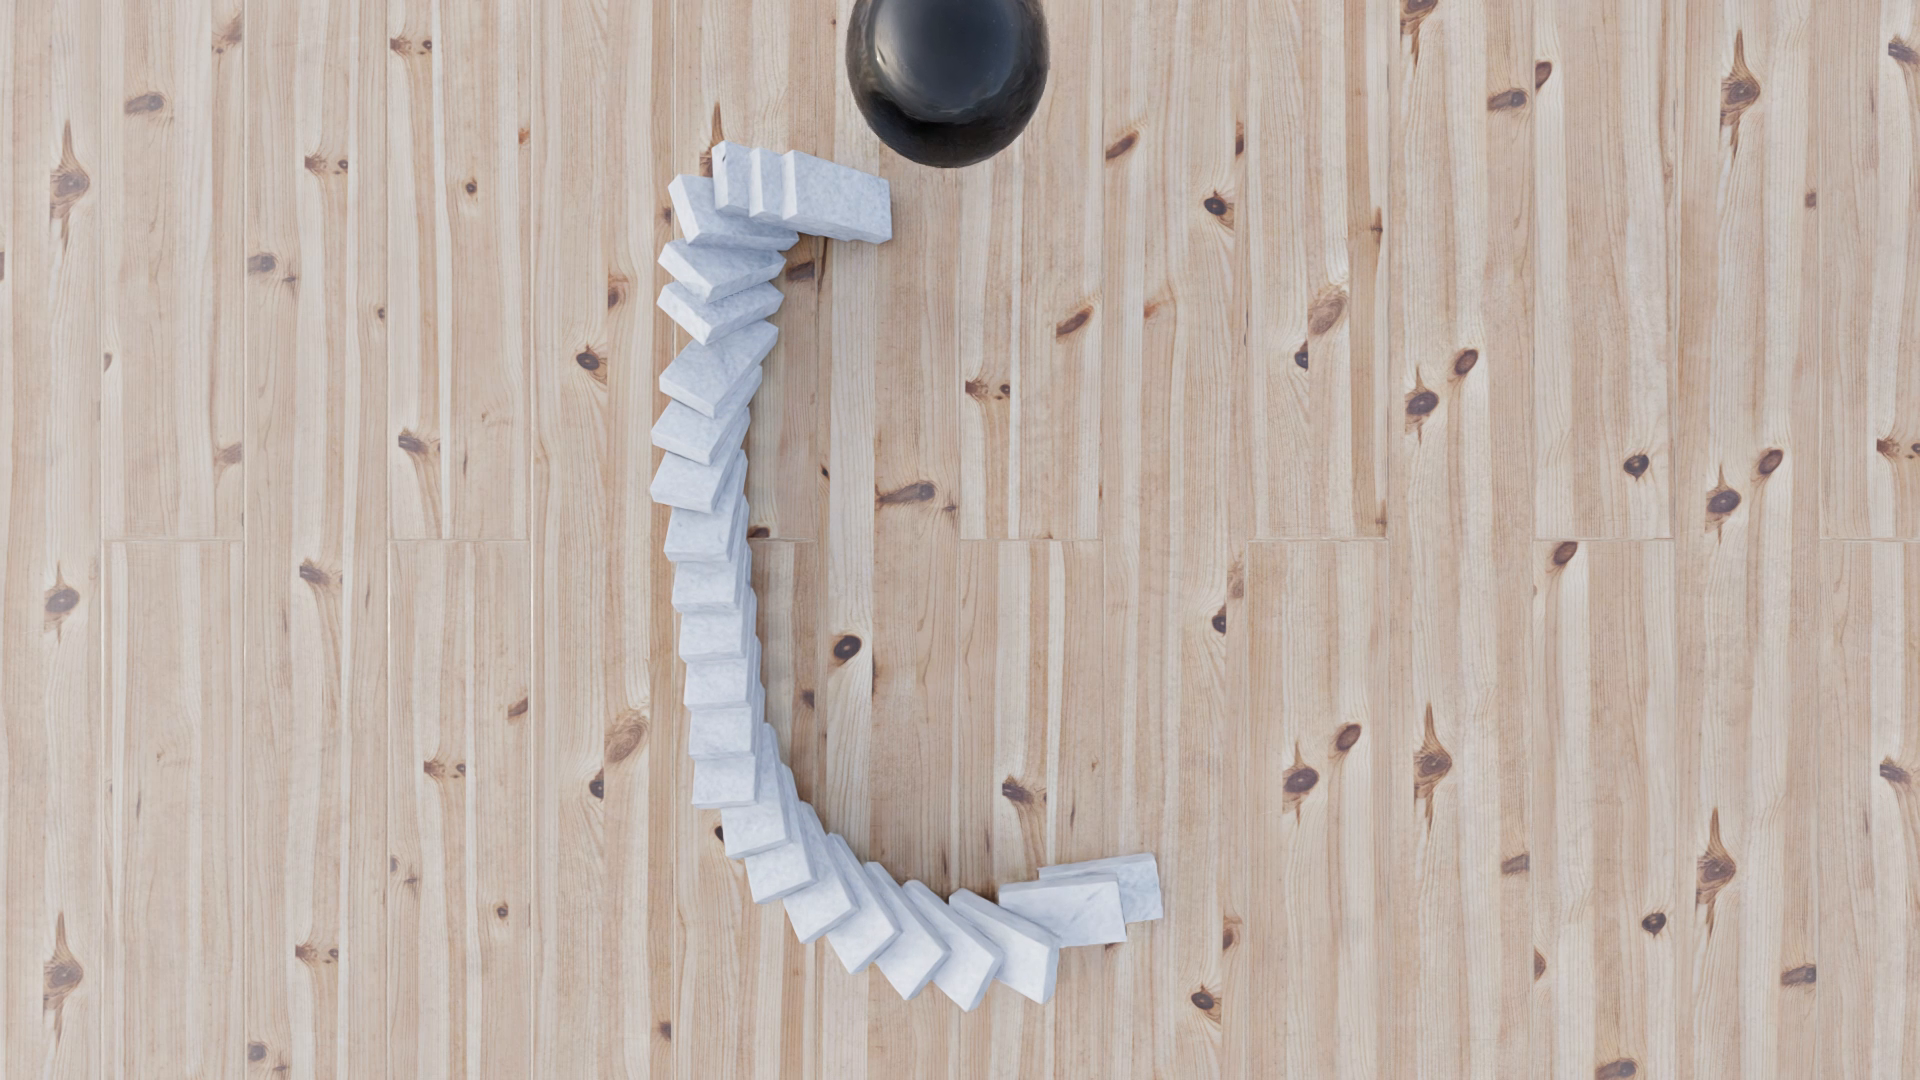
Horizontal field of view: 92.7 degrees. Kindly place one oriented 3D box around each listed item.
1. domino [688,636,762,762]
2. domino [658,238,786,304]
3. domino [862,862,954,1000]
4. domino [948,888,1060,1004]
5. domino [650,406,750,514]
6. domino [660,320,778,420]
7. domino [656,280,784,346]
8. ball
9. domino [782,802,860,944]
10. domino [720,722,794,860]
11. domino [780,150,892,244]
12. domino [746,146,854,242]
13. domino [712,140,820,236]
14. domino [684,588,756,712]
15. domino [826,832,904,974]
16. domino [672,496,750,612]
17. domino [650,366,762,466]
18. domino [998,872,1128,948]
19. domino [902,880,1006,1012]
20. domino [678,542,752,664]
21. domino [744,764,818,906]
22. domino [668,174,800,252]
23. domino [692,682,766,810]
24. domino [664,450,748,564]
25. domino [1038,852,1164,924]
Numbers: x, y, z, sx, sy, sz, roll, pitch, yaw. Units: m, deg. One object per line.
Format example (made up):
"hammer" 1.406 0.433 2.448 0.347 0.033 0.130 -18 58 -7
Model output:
"domino" -0.098 0.066 0.383 0.025 0.009 0.050 -4 60 0
"domino" -0.097 -0.115 0.377 0.025 0.050 0.010 43 128 0
"domino" -0.029 0.162 0.383 0.050 0.009 0.025 40 93 31
"domino" 0.017 0.167 0.379 0.050 0.009 0.025 13 103 37
"domino" -0.108 -0.036 0.383 0.025 0.010 0.050 12 59 0
"domino" -0.100 -0.076 0.383 0.025 0.010 0.050 29 59 0
"domino" -0.097 -0.099 0.377 0.025 0.050 0.010 42 128 0
"ball" -0.005 -0.189 0.360 0.080 0.080 0.080 0 90 0
"domino" -0.064 0.138 0.383 0.025 0.009 0.050 -34 59 0
"domino" -0.087 0.105 0.383 0.025 0.010 0.050 -17 59 0
"domino" -0.050 -0.141 0.379 0.009 0.050 0.025 -3 90 44
"domino" -0.064 -0.142 0.379 0.009 0.050 0.025 -3 90 44
"domino" -0.077 -0.144 0.379 0.010 0.050 0.025 -3 90 44
"domino" -0.100 0.045 0.384 0.025 0.009 0.050 -4 61 0
"domino" -0.048 0.151 0.383 0.025 0.010 0.050 -43 59 0
"domino" -0.104 0.005 0.384 0.025 0.010 0.050 -2 61 0
"domino" -0.105 -0.057 0.383 0.025 0.009 0.050 22 59 0
"domino" 0.043 0.156 0.385 0.050 0.010 0.025 -9 90 9
"domino" -0.008 0.168 0.382 0.050 0.009 0.025 29 94 32
"domino" -0.102 0.026 0.384 0.025 0.009 0.050 -4 61 0
"domino" -0.078 0.122 0.383 0.025 0.010 0.050 -22 59 0
"domino" -0.092 -0.134 0.378 0.010 0.050 0.025 -23 85 42
"domino" -0.096 0.085 0.383 0.025 0.009 0.050 -4 60 1
"domino" -0.106 -0.015 0.384 0.025 0.009 0.050 2 61 0
"domino" 0.060 0.152 0.395 0.050 0.009 0.025 -8 90 0
